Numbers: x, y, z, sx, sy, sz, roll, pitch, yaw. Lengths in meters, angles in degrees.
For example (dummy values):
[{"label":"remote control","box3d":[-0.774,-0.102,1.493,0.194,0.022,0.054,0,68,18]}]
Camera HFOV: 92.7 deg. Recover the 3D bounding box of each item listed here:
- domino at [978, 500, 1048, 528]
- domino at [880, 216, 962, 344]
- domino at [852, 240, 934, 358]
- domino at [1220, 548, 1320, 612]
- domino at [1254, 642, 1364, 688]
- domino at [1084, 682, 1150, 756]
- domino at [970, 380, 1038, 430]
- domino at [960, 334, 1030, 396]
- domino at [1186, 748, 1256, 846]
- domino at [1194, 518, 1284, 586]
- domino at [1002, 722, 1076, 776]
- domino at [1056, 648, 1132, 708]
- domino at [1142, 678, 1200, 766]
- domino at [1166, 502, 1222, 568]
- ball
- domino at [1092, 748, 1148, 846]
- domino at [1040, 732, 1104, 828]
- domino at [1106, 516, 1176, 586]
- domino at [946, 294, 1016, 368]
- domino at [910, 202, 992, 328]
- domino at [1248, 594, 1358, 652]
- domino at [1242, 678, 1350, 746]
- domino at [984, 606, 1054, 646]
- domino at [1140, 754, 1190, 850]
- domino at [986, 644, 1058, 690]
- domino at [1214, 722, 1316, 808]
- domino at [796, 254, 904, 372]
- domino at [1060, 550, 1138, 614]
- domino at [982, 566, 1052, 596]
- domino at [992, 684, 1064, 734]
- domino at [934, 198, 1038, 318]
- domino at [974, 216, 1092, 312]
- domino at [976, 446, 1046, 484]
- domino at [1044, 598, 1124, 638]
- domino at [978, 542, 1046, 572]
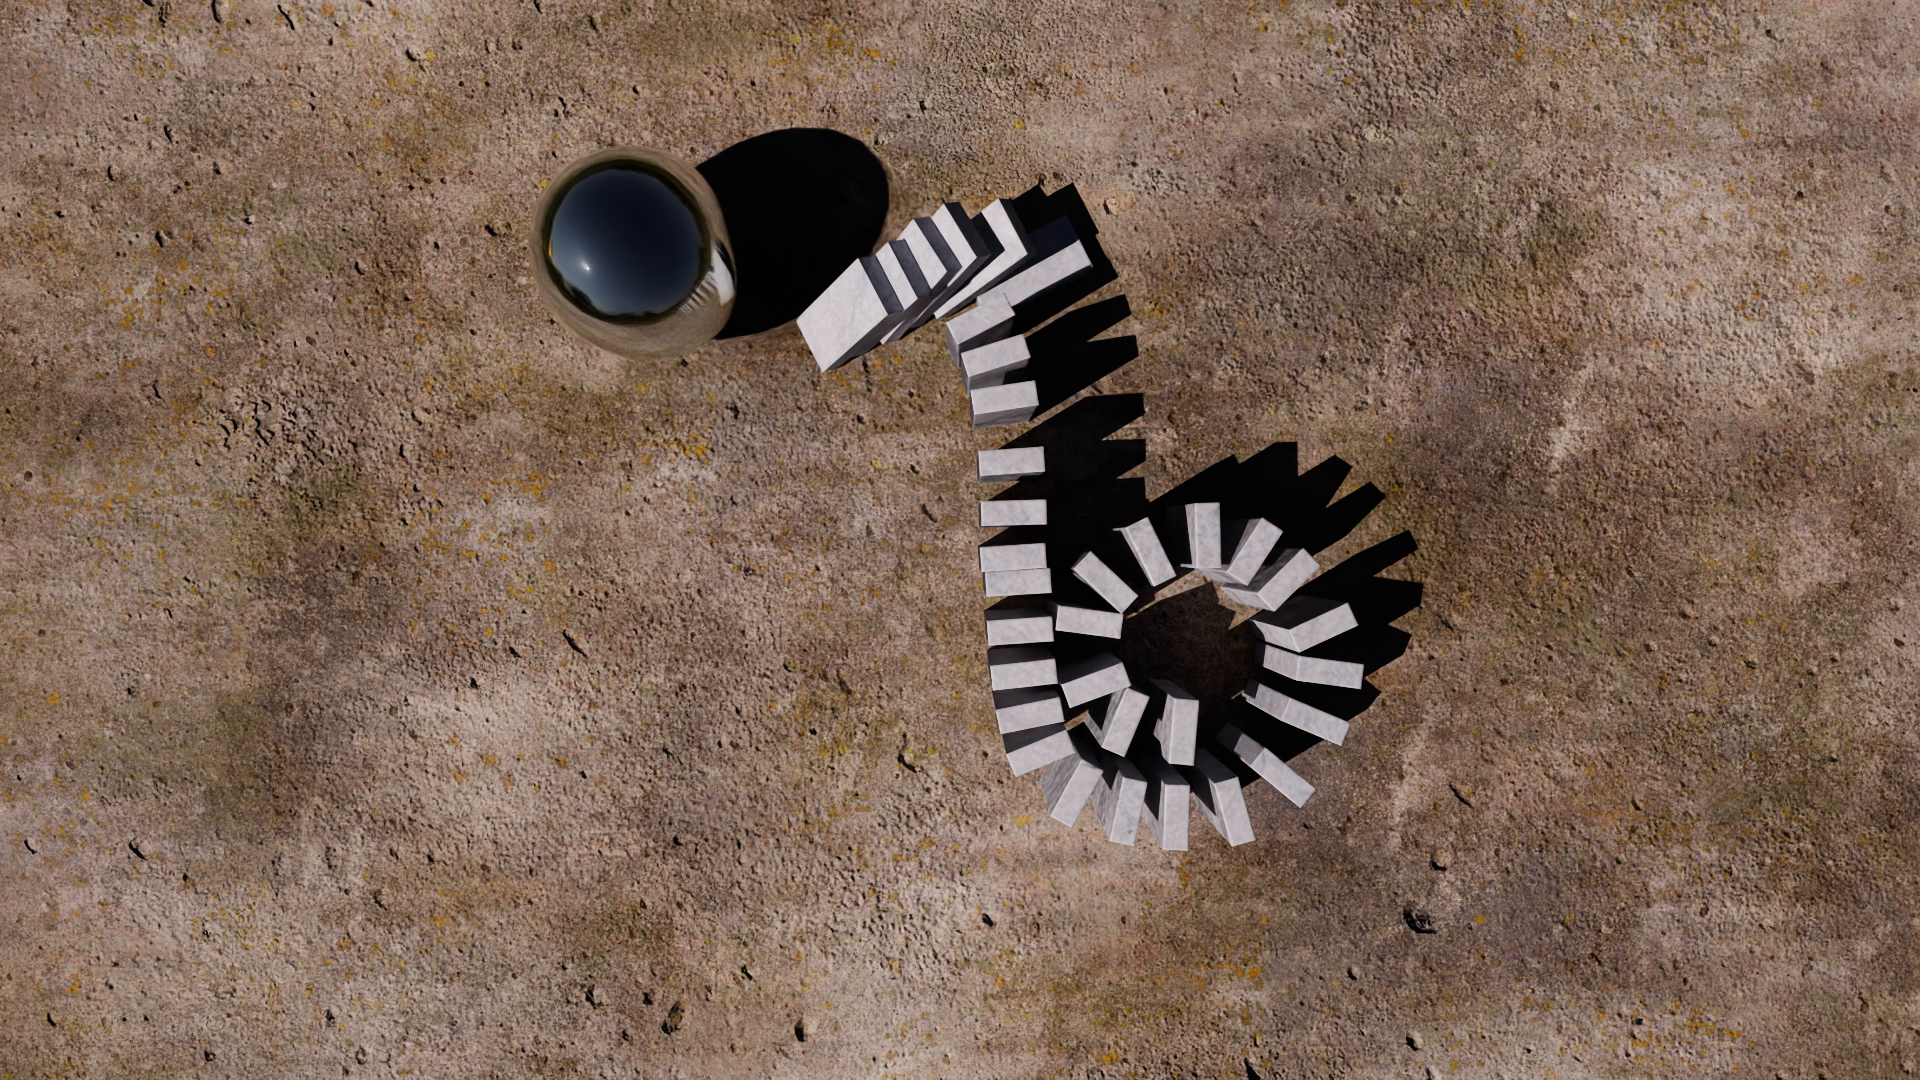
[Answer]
[{"label":"domino","box3d":[0.021,-0.010,0.375,0.025,0.050,0.010,-2,90,0]},{"label":"domino","box3d":[-0.023,-0.106,0.378,0.010,0.050,0.025,-28,84,-44]},{"label":"domino","box3d":[-0.035,-0.099,0.379,0.009,0.050,0.025,-28,90,-44]},{"label":"domino","box3d":[0.126,0.015,0.375,0.025,0.050,0.010,-45,90,0]},{"label":"domino","box3d":[0.141,0.051,0.375,0.025,0.050,0.010,8,90,0]},{"label":"domino","box3d":[0.063,0.070,0.375,0.010,0.050,0.025,23,90,0]},{"label":"domino","box3d":[0.017,-0.055,0.375,0.025,0.050,0.009,-9,90,0]},{"label":"domino","box3d":[0.014,-0.071,0.375,0.025,0.050,0.009,-18,90,0]},{"label":"domino","box3d":[0.105,0.104,0.375,0.010,0.050,0.025,-16,90,0]},{"label":"domino","box3d":[0.113,0.004,0.375,0.010,0.050,0.025,33,90,0]},{"label":"domino","box3d":[0.031,0.081,0.375,0.025,0.050,0.010,-22,90,0]},{"label":"domino","box3d":[0.052,0.055,0.375,0.025,0.050,0.010,-20,90,0]},{"label":"domino","box3d":[0.086,0.073,0.375,0.009,0.050,0.025,5,90,0]},{"label":"domino","box3d":[0.095,-0.002,0.375,0.009,0.050,0.025,-2,90,0]},{"label":"ball","box3d":[-0.125,-0.111,0.360,0.080,0.080,0.080,0,90,0]},{"label":"domino","box3d":[0.065,0.104,0.375,0.010,0.050,0.025,12,90,0]},{"label":"domino","box3d":[0.045,0.097,0.375,0.009,0.050,0.025,29,90,0]},{"label":"domino","box3d":[0.073,0.004,0.375,0.010,0.050,0.025,-26,90,0]},{"label":"domino","box3d":[0.008,-0.085,0.375,0.025,0.050,0.009,-27,90,0]},{"label":"domino","box3d":[-0.011,-0.112,0.378,0.010,0.050,0.025,-28,85,-44]},{"label":"domino","box3d":[0.139,0.033,0.375,0.025,0.050,0.009,-25,90,0]},{"label":"domino","box3d":[0.136,0.069,0.375,0.025,0.050,0.010,23,90,0]},{"label":"domino","box3d":[0.023,0.035,0.375,0.025,0.050,0.010,-4,90,0]},{"label":"domino","box3d":[0.083,0.106,0.375,0.009,0.050,0.025,2,90,0]},{"label":"domino","box3d":[0.025,0.051,0.375,0.025,0.050,0.010,-6,90,0]},{"label":"domino","box3d":[0.123,0.091,0.375,0.025,0.050,0.010,39,90,0]},{"label":"domino","box3d":[-0.046,-0.093,0.379,0.009,0.050,0.025,-28,90,-44]},{"label":"domino","box3d":[0.056,0.016,0.375,0.025,0.050,0.010,43,90,0]},{"label":"domino","box3d":[0.022,0.016,0.375,0.025,0.050,0.009,-3,90,0]},{"label":"domino","box3d":[0.027,0.067,0.375,0.025,0.050,0.009,-11,90,0]},{"label":"domino","box3d":[0.005,-0.117,0.382,0.050,0.009,0.025,-28,90,34]},{"label":"domino","box3d":[0.029,-0.116,0.395,0.050,0.010,0.025,-27,90,0]},{"label":"domino","box3d":[0.020,-0.030,0.375,0.025,0.050,0.009,-4,90,0]},{"label":"domino","box3d":[0.050,0.031,0.375,0.025,0.050,0.010,8,90,0]},{"label":"domino","box3d":[0.020,0.007,0.375,0.025,0.050,0.009,-4,90,0]}]
